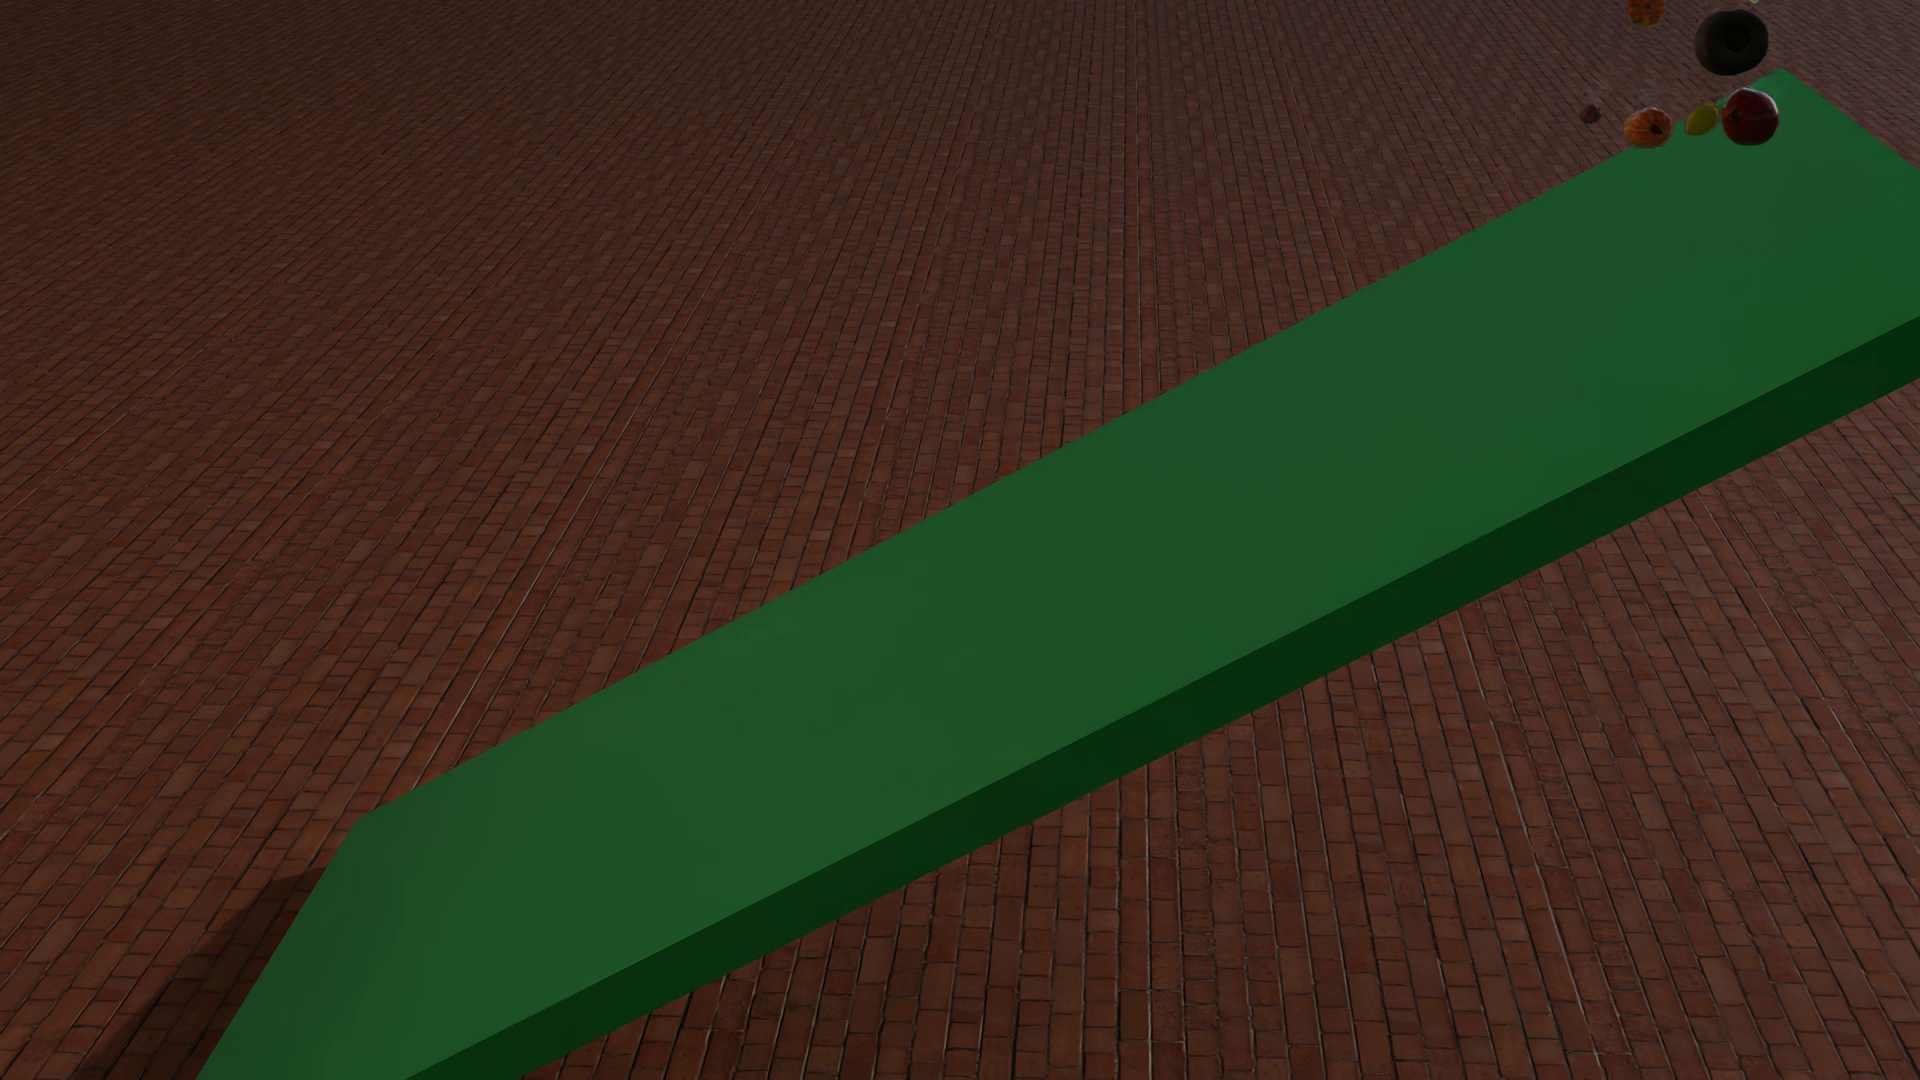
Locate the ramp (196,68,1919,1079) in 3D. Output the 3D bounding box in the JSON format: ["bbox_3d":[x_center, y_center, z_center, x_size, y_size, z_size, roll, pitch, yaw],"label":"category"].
[{"bbox_3d":[0.142,0.167,6.283,4.000,0.100,2.000,-28,15,12],"label":"ramp"}]

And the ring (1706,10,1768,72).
[{"bbox_3d":[1.509,-0.968,5.712,0.121,0.121,0.040,11,2,31],"label":"ring"}]
